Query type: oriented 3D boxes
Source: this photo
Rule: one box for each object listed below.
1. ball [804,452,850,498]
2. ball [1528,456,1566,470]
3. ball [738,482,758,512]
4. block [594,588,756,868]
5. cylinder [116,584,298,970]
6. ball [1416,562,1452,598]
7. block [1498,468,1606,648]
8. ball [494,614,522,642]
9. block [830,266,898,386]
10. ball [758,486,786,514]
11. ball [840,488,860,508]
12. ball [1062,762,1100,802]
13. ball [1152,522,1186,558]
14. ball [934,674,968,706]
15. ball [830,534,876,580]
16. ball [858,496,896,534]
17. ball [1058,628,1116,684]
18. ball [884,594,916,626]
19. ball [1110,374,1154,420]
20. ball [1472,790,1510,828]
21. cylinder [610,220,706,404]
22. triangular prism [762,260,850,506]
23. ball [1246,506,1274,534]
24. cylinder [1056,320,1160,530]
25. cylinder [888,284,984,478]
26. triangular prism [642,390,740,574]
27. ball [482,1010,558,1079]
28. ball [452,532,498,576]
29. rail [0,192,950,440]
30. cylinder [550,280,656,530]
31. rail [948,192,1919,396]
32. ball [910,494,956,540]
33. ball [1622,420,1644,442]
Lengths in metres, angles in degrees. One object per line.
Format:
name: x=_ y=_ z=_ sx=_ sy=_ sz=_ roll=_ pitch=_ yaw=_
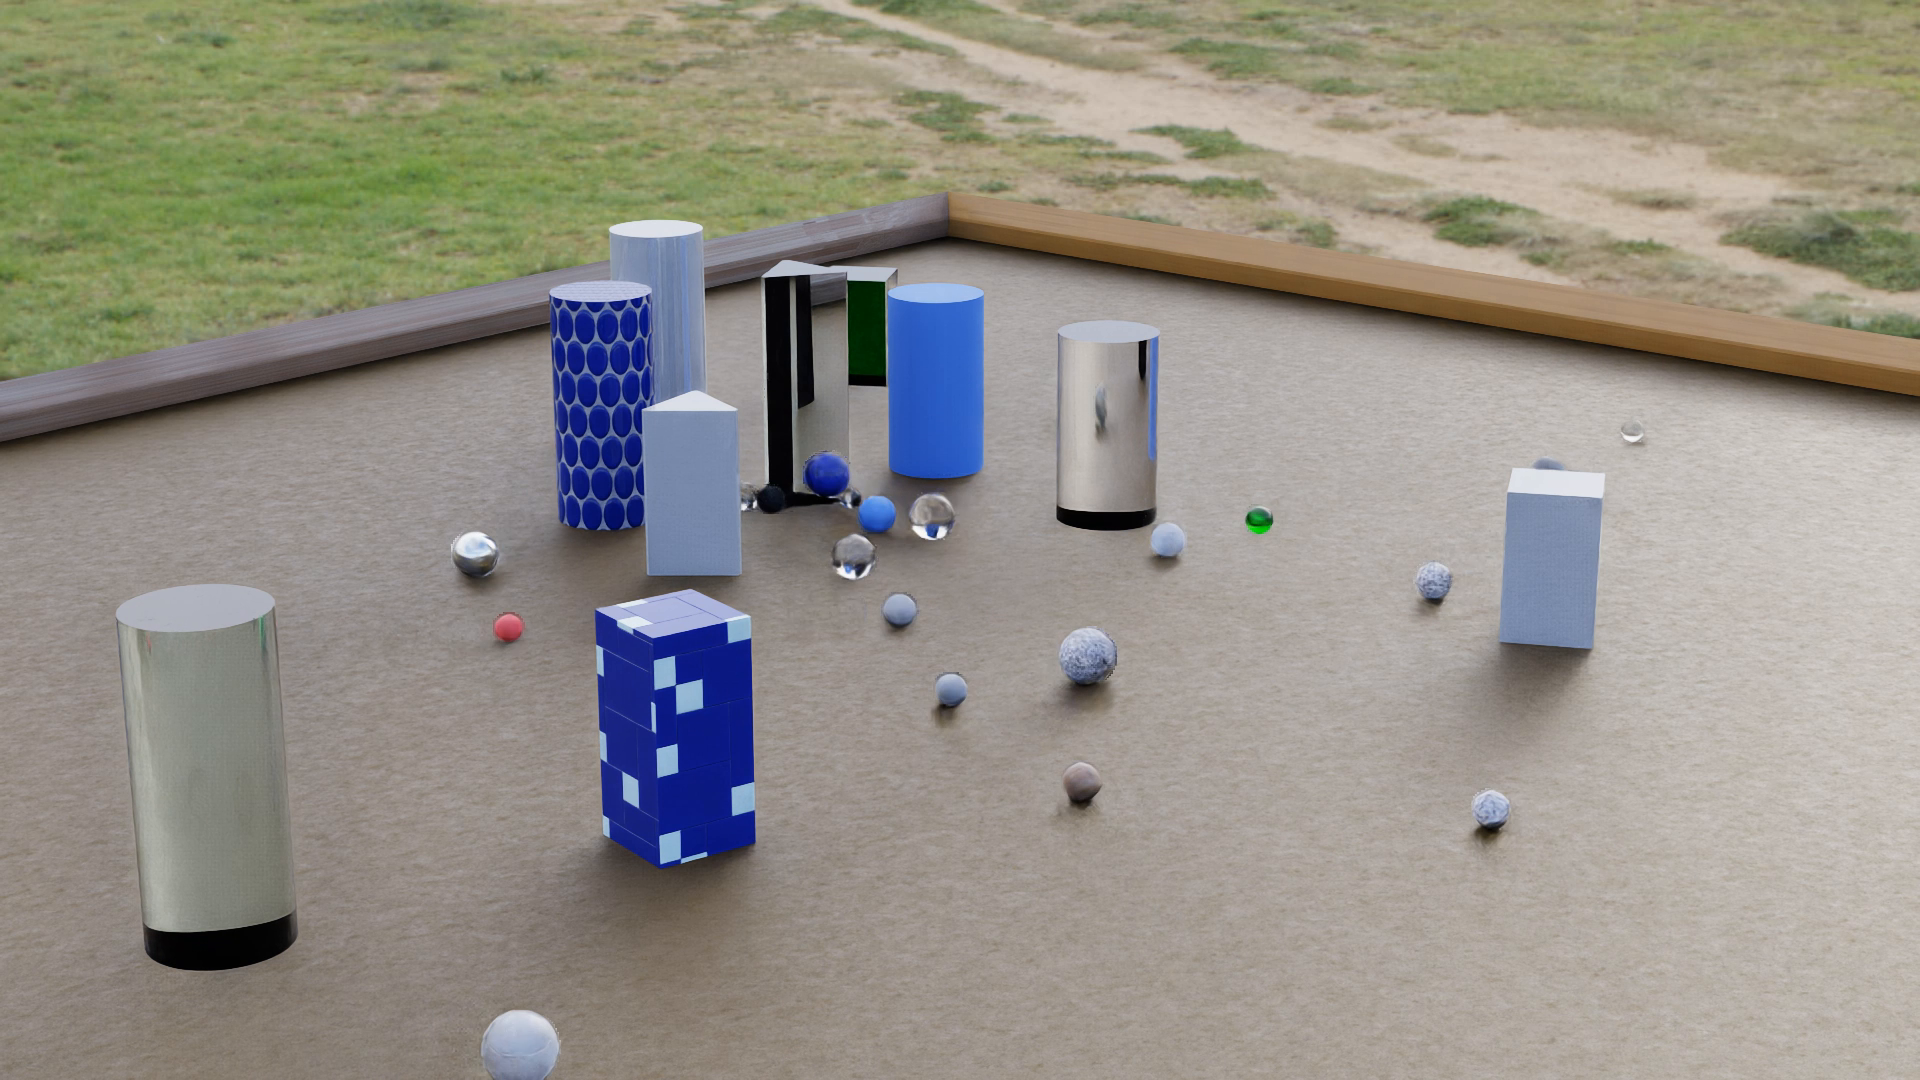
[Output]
ball: x=-0.253 y=-0.125 z=5.611 sx=0.087 sy=0.087 sz=0.087 roll=0 pitch=17 yaw=0
ball: x=1.141 y=-0.122 z=5.707 sx=0.080 sy=0.080 sz=0.080 roll=0 pitch=17 yaw=0
ball: x=-0.413 y=-0.084 z=5.621 sx=0.057 sy=0.057 sz=0.057 roll=0 pitch=17 yaw=0
block: x=-0.390 y=0.257 z=4.023 sx=0.153 sy=0.330 sz=0.153 roll=-12 pitch=21 yaw=-35
cylinder: x=-0.944 y=0.297 z=3.688 sx=0.191 sy=0.446 sz=0.191 roll=0 pitch=17 yaw=0
ball: x=0.825 y=0.070 z=5.100 sx=0.063 sy=0.063 sz=0.063 roll=0 pitch=17 yaw=0
block: x=0.989 y=0.029 z=4.897 sx=0.153 sy=0.260 sz=0.153 roll=4 pitch=17 yaw=13
ball: x=-0.751 y=0.146 z=4.879 sx=0.045 sy=0.045 sz=0.045 roll=0 pitch=17 yaw=0
block: x=-0.229 y=-0.484 z=6.631 sx=0.153 sy=0.240 sz=0.153 roll=3 pitch=17 yaw=9
ball: x=-0.361 y=-0.078 z=5.605 sx=0.054 sy=0.054 sz=0.054 roll=0 pitch=17 yaw=0
ball: x=-0.211 y=-0.081 z=5.640 sx=0.041 sy=0.041 sz=0.041 roll=0 pitch=17 yaw=0
ball: x=0.174 y=0.347 z=4.199 sx=0.055 sy=0.055 sz=0.055 roll=0 pitch=17 yaw=0
ball: x=0.379 y=0.000 z=5.334 sx=0.063 sy=0.063 sz=0.063 roll=0 pitch=17 yaw=0
ball: x=-0.014 y=0.234 z=4.580 sx=0.050 sy=0.050 sz=0.050 roll=0 pitch=17 yaw=0
ball: x=-0.189 y=0.030 z=5.203 sx=0.081 sy=0.081 sz=0.081 roll=0 pitch=17 yaw=0
ball: x=-0.154 y=-0.048 z=5.478 sx=0.071 sy=0.071 sz=0.071 roll=0 pitch=17 yaw=0
ball: x=0.203 y=0.185 z=4.674 sx=0.090 sy=0.090 sz=0.090 roll=0 pitch=17 yaw=0
ball: x=-0.102 y=0.119 z=4.952 sx=0.056 sy=0.056 sz=0.056 roll=0 pitch=17 yaw=0
ball: x=0.368 y=-0.307 z=6.293 sx=0.096 sy=0.096 sz=0.096 roll=0 pitch=17 yaw=0
ball: x=0.744 y=0.377 z=4.103 sx=0.052 sy=0.052 sz=0.052 roll=0 pitch=17 yaw=0
cylinder: x=-0.621 y=-0.421 z=6.058 sx=0.191 sy=0.450 sz=0.191 roll=0 pitch=17 yaw=0
triangular prism: x=-0.315 y=-0.305 z=5.667 sx=0.166 sy=0.453 sz=0.144 roll=-5 pitch=18 yaw=-17
ball: x=0.559 y=-0.038 z=5.480 sx=0.051 sy=0.051 sz=0.051 roll=0 pitch=17 yaw=0
cylinder: x=0.279 y=-0.217 z=5.538 sx=0.191 sy=0.361 sz=0.191 roll=0 pitch=17 yaw=0
cylinder: x=-0.048 y=-0.321 z=5.889 sx=0.191 sy=0.357 sz=0.191 roll=0 pitch=17 yaw=0
triangular prism: x=-0.475 y=-0.104 z=5.261 sx=0.166 sy=0.303 sz=0.144 roll=0 pitch=17 yaw=0
ball: x=-0.504 y=0.583 z=3.361 sx=0.088 sy=0.088 sz=0.088 roll=0 pitch=17 yaw=0
ball: x=-0.862 y=0.025 z=5.219 sx=0.081 sy=0.081 sz=0.081 roll=0 pitch=17 yaw=0
rail: x=-1.635 y=-0.379 z=6.479 sx=0.045 sy=0.124 sz=4.934 roll=14 pitch=22 yaw=39
cylinder: x=-0.670 y=-0.255 z=5.532 sx=0.191 sy=0.437 sz=0.191 roll=0 pitch=17 yaw=0
rail: x=1.602 y=-0.502 z=6.887 sx=4.377 sy=0.124 sz=0.045 roll=14 pitch=22 yaw=39
ball: x=-0.051 y=-0.044 z=5.437 sx=0.086 sy=0.086 sz=0.086 roll=0 pitch=17 yaw=0
ball: x=1.403 y=-0.229 z=6.118 sx=0.047 sy=0.047 sz=0.047 roll=0 pitch=17 yaw=0
